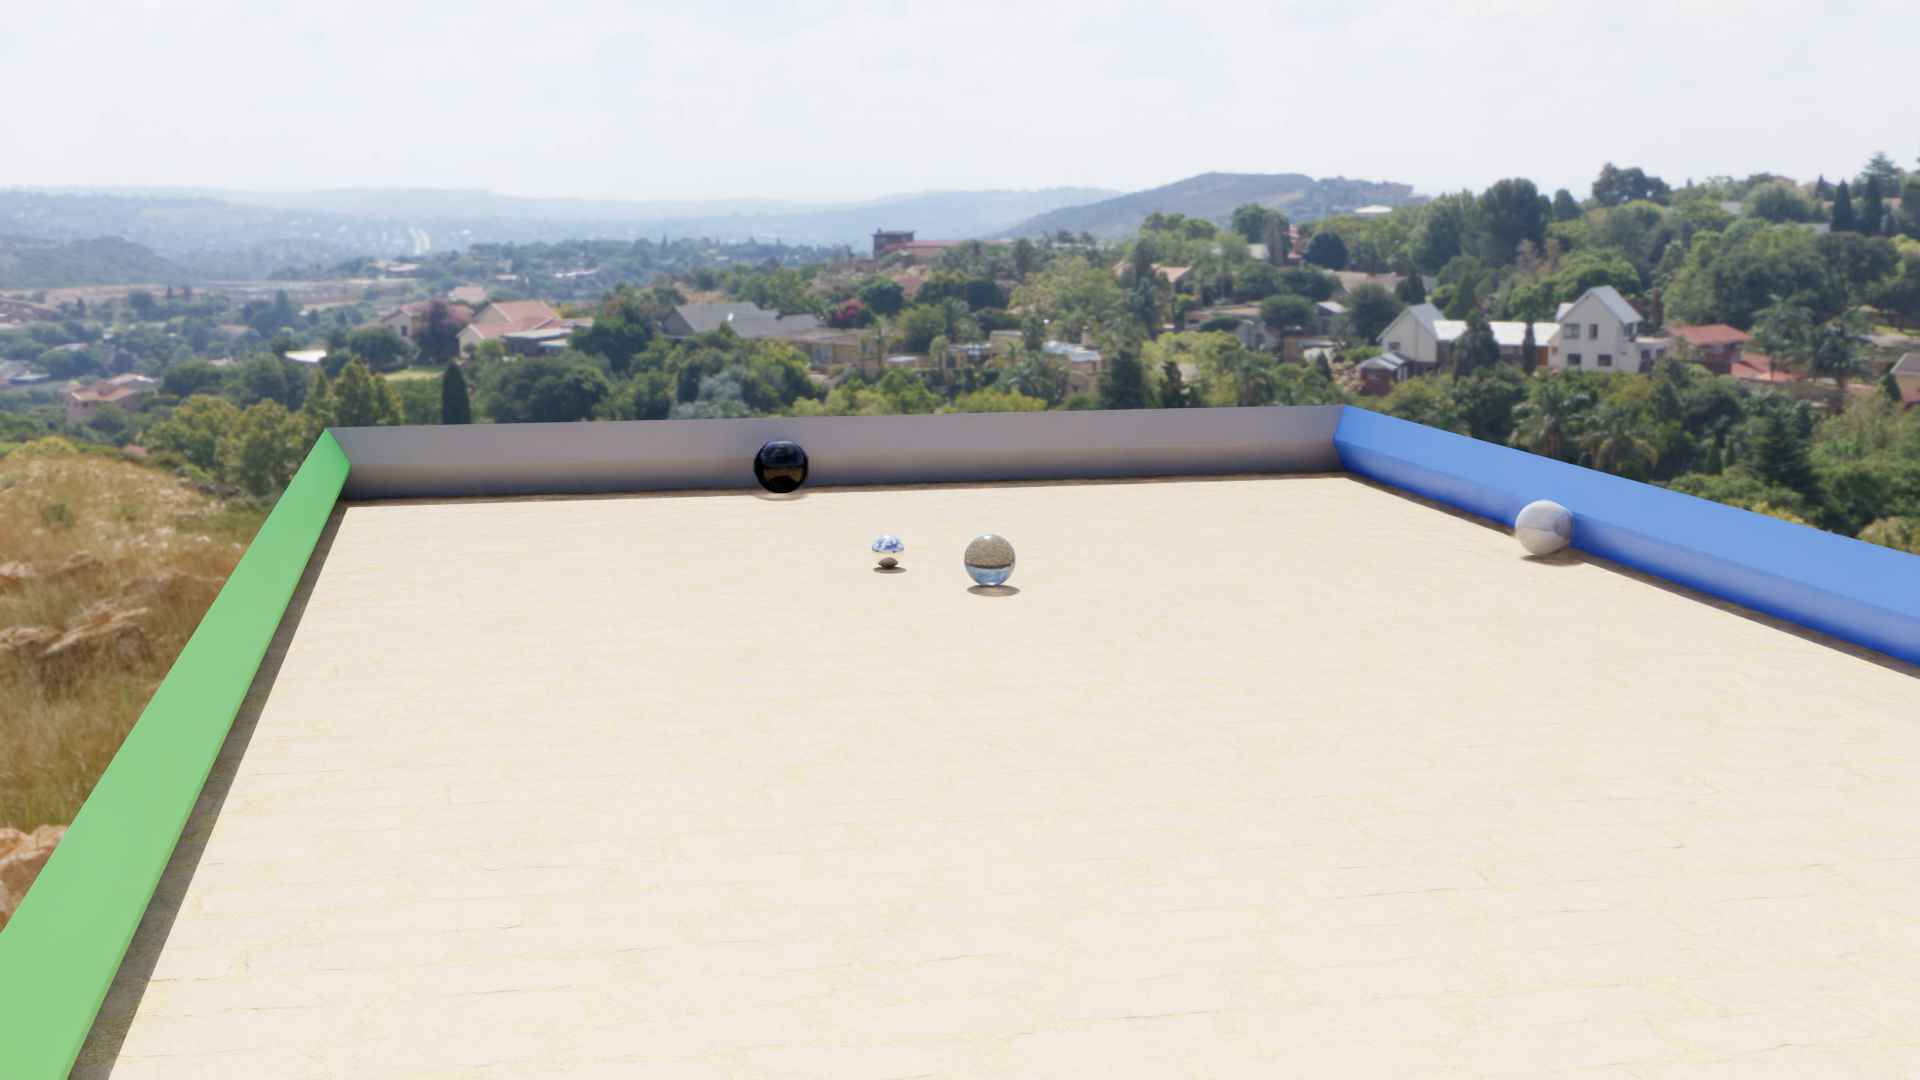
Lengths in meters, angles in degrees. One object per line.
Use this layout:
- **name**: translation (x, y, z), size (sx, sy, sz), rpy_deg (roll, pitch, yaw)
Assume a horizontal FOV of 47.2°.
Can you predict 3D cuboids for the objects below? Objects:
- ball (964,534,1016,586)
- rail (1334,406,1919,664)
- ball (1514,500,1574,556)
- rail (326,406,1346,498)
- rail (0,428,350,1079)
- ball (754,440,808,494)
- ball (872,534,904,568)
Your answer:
- **ball**: translation (0.043, 0.029, 3.142), size (0.075, 0.075, 0.075), rpy_deg (0, 9, 0)
- **rail**: translation (1.127, 0.085, 2.630), size (0.045, 0.128, 3.646), rpy_deg (-2, 10, -12)
- **ball**: translation (0.900, -0.018, 3.389), size (0.088, 0.088, 0.088), rpy_deg (0, 9, 0)
- **rail**: translation (-0.184, -0.169, 4.170), size (1.964, 0.128, 0.045), rpy_deg (-2, 10, -12)
- **rail**: translation (-0.748, 0.150, 2.237), size (0.045, 0.128, 3.646), rpy_deg (-2, 10, -12)
- **ball**: translation (-0.331, -0.136, 4.071), size (0.099, 0.099, 0.099), rpy_deg (0, 9, 0)
- **ball**: translation (-0.108, 0.017, 3.294), size (0.050, 0.050, 0.050), rpy_deg (0, 9, 0)
